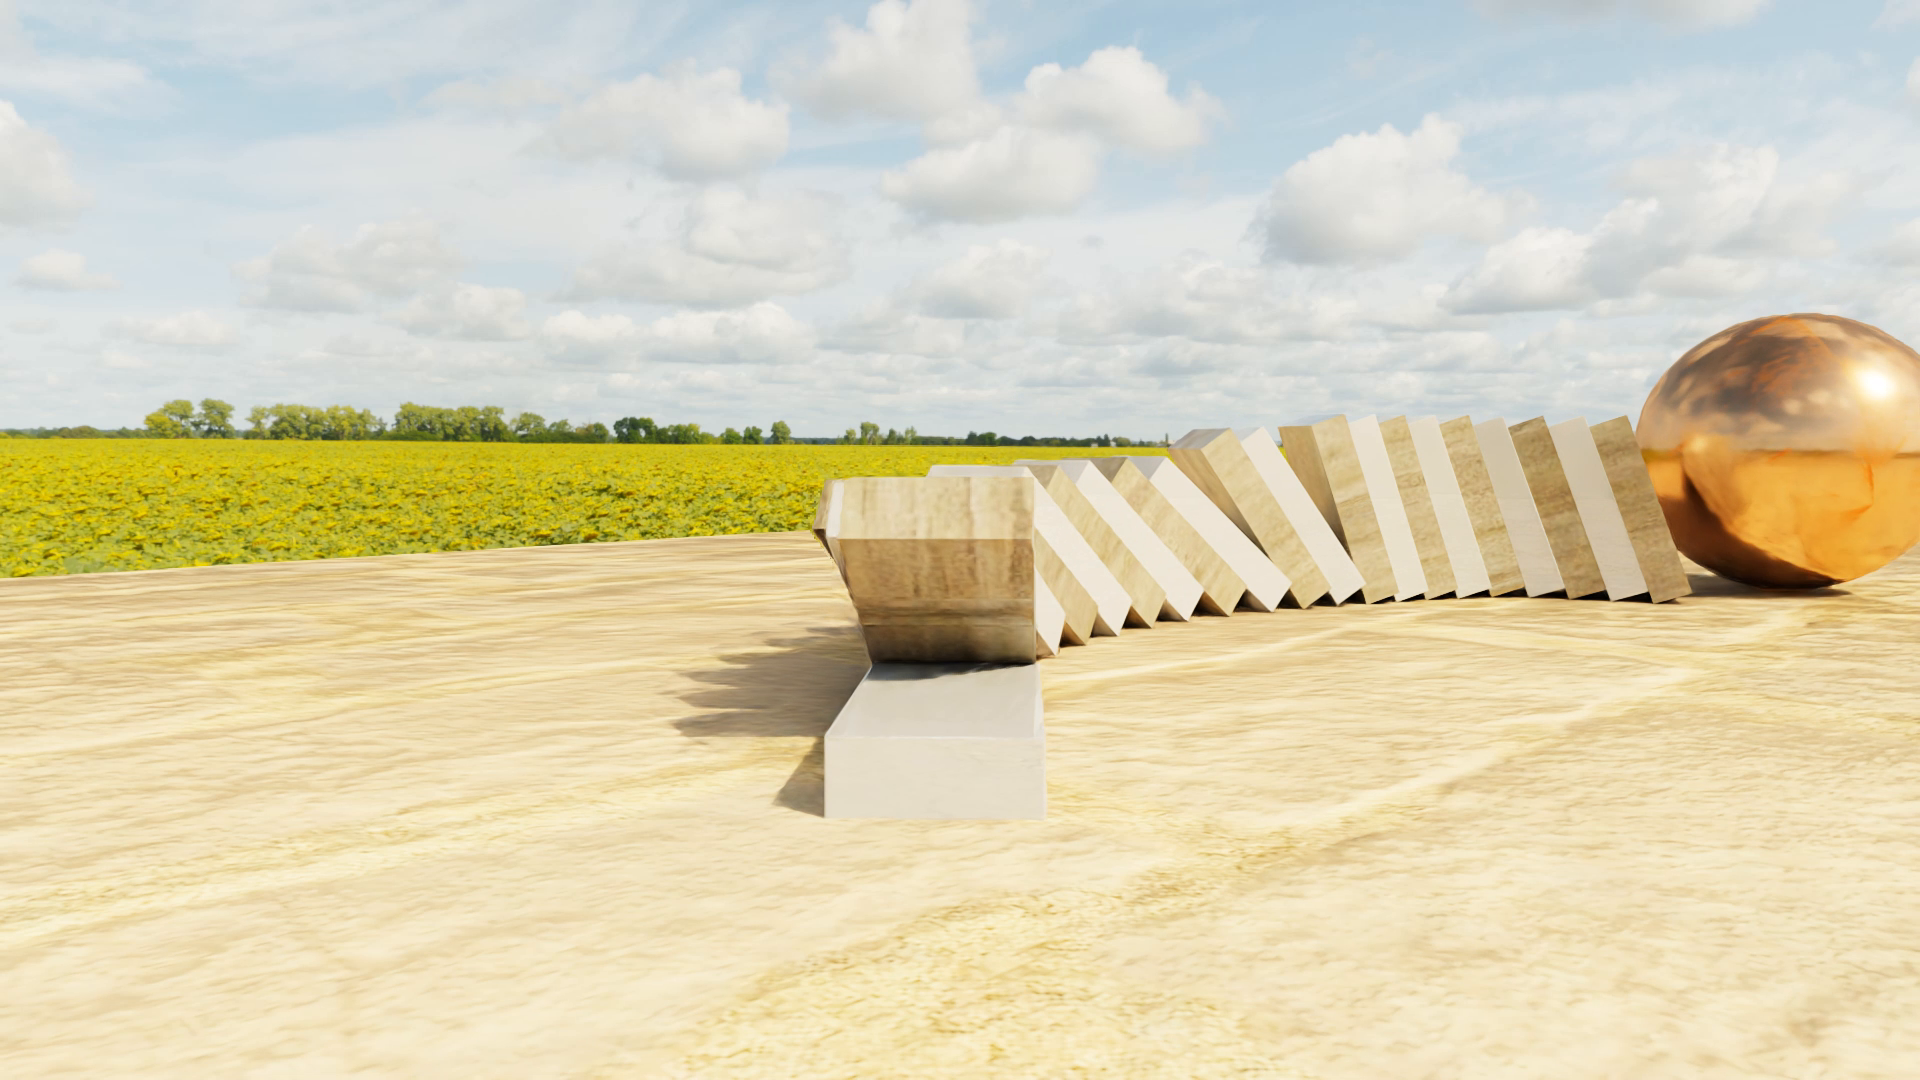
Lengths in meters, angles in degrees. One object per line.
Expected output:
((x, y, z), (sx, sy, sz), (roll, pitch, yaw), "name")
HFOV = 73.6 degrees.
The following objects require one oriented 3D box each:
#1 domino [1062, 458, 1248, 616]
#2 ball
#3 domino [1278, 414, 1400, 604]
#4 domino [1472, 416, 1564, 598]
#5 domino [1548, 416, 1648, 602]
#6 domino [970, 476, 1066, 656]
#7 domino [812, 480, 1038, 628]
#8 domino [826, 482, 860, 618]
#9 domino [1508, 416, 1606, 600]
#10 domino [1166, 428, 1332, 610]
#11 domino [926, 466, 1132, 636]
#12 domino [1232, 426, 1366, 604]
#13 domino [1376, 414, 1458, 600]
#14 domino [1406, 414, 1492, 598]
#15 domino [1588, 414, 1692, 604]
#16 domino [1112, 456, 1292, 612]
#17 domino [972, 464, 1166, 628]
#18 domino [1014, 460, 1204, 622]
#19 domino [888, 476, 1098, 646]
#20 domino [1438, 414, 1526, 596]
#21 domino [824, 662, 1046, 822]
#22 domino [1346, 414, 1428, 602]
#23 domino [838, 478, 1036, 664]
((0.046, -0.001, 0.316), (0.050, 0.010, 0.025), (43, -18, -27), "domino")
((0.240, -0.025, 0.372), (0.080, 0.080, 0.080), (0, 4, 0), "ball")
((0.103, -0.009, 0.350), (0.010, 0.050, 0.025), (-19, 6, -5), "domino")
((0.158, -0.010, 0.365), (0.009, 0.050, 0.025), (-20, -4, 22), "domino")
((0.177, -0.009, 0.357), (0.010, 0.050, 0.025), (-20, -4, 22), "domino")
((0.000, 0.006, 0.243), (0.025, 0.010, 0.050), (1, -31, 27), "domino")
((-0.005, 0.007, 0.226), (0.025, 0.010, 0.050), (1, -31, 19), "domino")
((-0.004, 0.009, 0.207), (0.025, 0.010, 0.050), (0, -31, 9), "domino")
((0.168, -0.010, 0.362), (0.010, 0.050, 0.025), (-20, -4, 22), "domino")
((0.076, -0.006, 0.338), (0.009, 0.050, 0.025), (-36, 10, -6), "domino")
((0.015, 0.003, 0.277), (0.025, 0.009, 0.050), (4, -32, 40), "domino")
((0.086, -0.007, 0.344), (0.010, 0.050, 0.025), (-35, 7, -5), "domino")
((0.123, -0.010, 0.360), (0.010, 0.050, 0.025), (-19, 5, -2), "domino")
((0.134, -0.010, 0.363), (0.010, 0.050, 0.025), (-19, 3, 6), "domino")
((0.186, -0.009, 0.353), (0.010, 0.050, 0.025), (-20, -4, 22), "domino")
((0.059, -0.002, 0.327), (0.050, 0.009, 0.025), (42, -13, -21), "domino")
((0.024, 0.002, 0.291), (0.025, 0.009, 0.050), (4, -32, 44), "domino")
((0.034, 0.000, 0.305), (0.025, 0.010, 0.050), (5, -32, 51), "domino")
((0.006, 0.005, 0.261), (0.025, 0.009, 0.050), (3, -29, 34), "domino")
((0.145, -0.010, 0.366), (0.010, 0.050, 0.025), (-19, 2, 6), "domino")
((-0.002, 0.025, 0.170), (0.025, 0.010, 0.050), (0, 4, 3), "domino")
((0.112, -0.009, 0.355), (0.010, 0.050, 0.025), (-19, 6, -4), "domino")
((-0.002, 0.009, 0.188), (0.025, 0.010, 0.050), (0, -31, 4), "domino")
